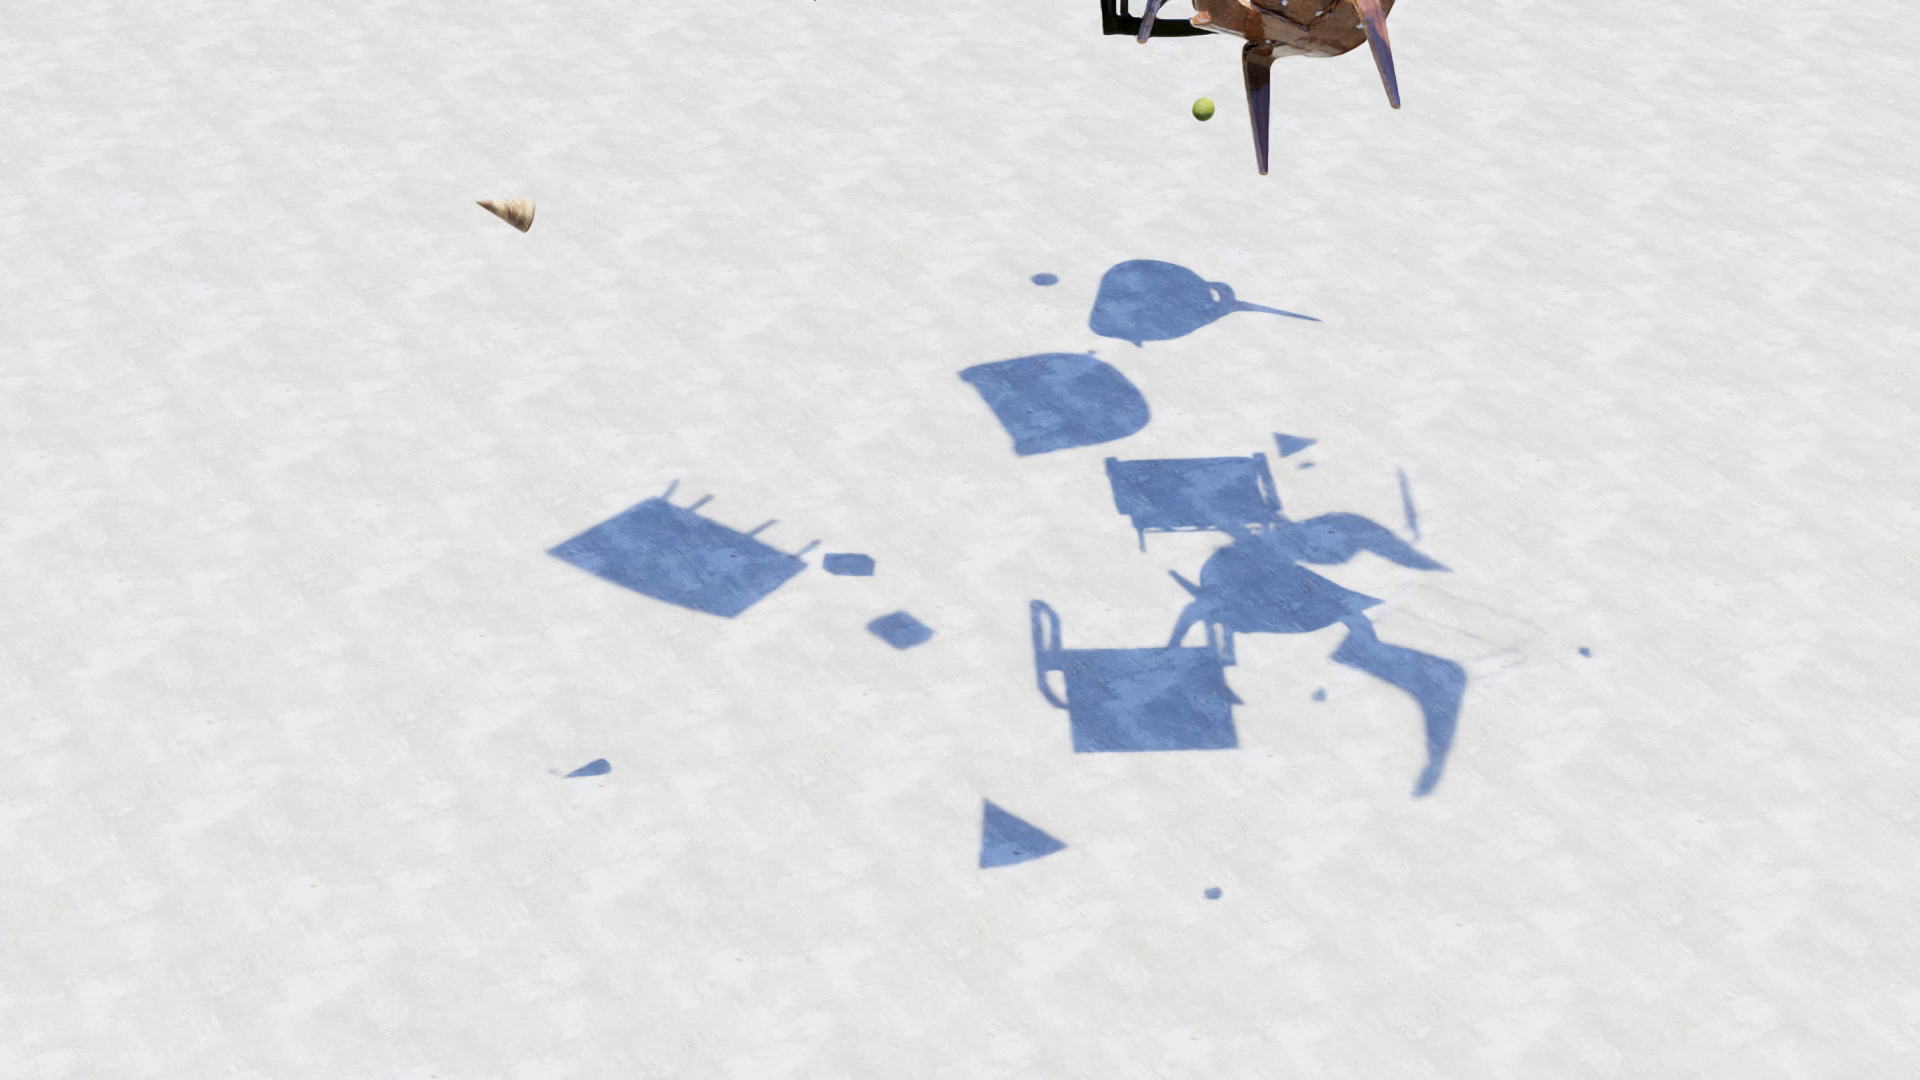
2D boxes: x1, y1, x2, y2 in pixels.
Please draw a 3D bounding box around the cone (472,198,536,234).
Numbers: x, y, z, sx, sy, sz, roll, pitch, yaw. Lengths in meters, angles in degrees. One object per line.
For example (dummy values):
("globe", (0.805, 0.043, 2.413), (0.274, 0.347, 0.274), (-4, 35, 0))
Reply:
("cone", (-1.372, -0.991, 8.756), (0.181, 0.112, 0.098), (12, 5, -33))
